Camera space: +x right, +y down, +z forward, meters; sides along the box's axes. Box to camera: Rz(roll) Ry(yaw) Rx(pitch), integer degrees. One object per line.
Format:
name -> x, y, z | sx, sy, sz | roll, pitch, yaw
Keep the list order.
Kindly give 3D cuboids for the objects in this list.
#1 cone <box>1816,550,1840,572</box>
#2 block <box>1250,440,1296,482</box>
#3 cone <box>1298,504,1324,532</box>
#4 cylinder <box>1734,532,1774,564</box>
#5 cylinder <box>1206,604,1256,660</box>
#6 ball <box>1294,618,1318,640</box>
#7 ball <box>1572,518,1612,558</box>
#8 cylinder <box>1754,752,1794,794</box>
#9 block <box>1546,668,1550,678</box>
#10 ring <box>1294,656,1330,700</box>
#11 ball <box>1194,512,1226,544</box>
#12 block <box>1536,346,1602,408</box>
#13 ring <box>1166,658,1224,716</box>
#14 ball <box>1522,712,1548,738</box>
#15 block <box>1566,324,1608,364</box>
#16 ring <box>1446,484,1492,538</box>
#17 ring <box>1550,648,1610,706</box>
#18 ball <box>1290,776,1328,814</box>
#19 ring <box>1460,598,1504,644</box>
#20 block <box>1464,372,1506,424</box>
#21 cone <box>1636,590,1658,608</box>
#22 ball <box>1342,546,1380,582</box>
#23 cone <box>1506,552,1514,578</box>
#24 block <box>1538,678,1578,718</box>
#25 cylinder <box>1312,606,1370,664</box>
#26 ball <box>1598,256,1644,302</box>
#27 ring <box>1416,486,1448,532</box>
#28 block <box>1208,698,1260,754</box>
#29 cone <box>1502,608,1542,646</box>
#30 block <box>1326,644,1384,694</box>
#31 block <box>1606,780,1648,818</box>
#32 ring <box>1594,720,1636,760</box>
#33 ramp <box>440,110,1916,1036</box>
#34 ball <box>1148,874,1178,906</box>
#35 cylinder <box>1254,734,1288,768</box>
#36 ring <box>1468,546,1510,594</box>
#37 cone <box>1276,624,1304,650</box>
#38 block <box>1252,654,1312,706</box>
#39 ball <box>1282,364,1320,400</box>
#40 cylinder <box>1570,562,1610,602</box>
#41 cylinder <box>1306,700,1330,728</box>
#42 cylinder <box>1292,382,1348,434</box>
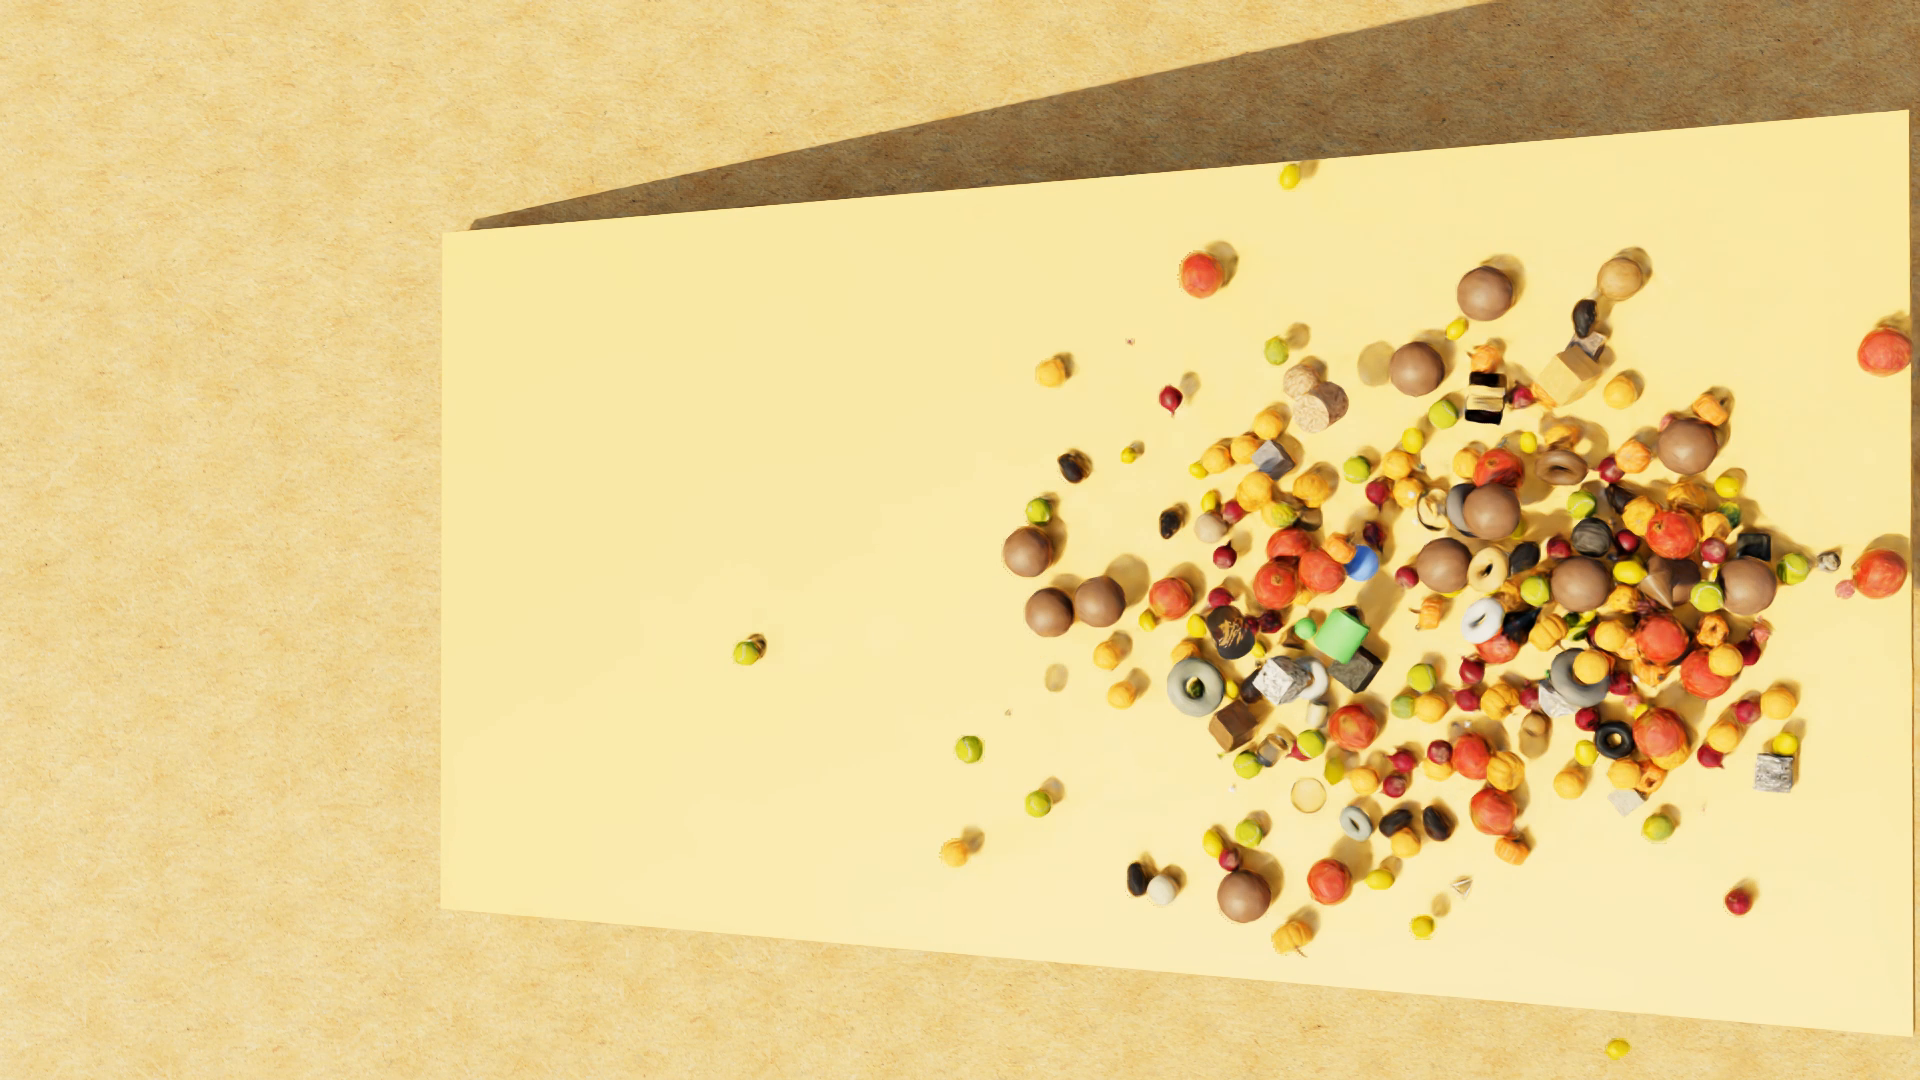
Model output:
cone -> 1.895, 0.040, 4.786 | 0.050, 0.050, 0.050 | -3, 73, 9
block -> 0.760, -0.192, 5.339 | 0.066, 0.066, 0.066 | -44, 56, 19
cone -> 0.837, -0.054, 5.309 | 0.065, 0.065, 0.065 | 0, 89, 26
cylinder -> 1.753, 0.017, 4.856 | 0.065, 0.065, 0.065 | -11, 89, 35
cylinder -> 0.644, 0.220, 5.245 | 0.094, 0.094, 0.094 | -8, 126, -11
ball -> 0.833, 0.213, 5.293 | 0.054, 0.054, 0.054 | 0, 89, 0
ball -> 1.416, -0.006, 4.925 | 0.090, 0.090, 0.090 | 0, 89, 0
cylinder -> 1.787, 0.512, 4.827 | 0.078, 0.078, 0.078 | 4, 91, 0
block -> 1.374, 0.324, 5.031 | 0.051, 0.051, 0.051 | -12, 108, 4
ring -> 0.841, 0.334, 5.316 | 0.108, 0.036, 0.108 | 2, 95, 31
ball -> 0.615, -0.029, 5.409 | 0.081, 0.081, 0.081 | 0, 89, 0
block -> 1.379, -0.371, 4.977 | 0.087, 0.087, 0.087 | -22, 63, -36
ring -> 0.575, 0.359, 5.373 | 0.147, 0.049, 0.147 | 3, 74, -13
ball -> 1.324, 0.425, 5.067 | 0.059, 0.059, 0.059 | 0, 89, 0
block -> 1.432, -0.447, 5.020 | 0.064, 0.064, 0.064 | 33, 103, 23
ring -> 1.183, -0.069, 5.106 | 0.133, 0.044, 0.133 | 16, 62, -31
ring -> 1.385, 0.307, 4.911 | 0.141, 0.047, 0.141 | 5, 62, -10
ball -> 0.821, 0.602, 5.182 | 0.088, 0.088, 0.088 | 0, 89, 0
ring -> 1.188, 0.183, 5.000 | 0.039, 0.116, 0.116 | 32, 89, -25
block -> 1.213, -0.328, 5.077 | 0.083, 0.083, 0.083 | 6, 134, 9
cone -> 1.552, 0.130, 4.957 | 0.053, 0.053, 0.053 | 2, 95, 17
ball -> 0.949, 0.056, 5.203 | 0.085, 0.085, 0.085 | 0, 89, 0
cone -> 1.260, 0.066, 5.083 | 0.072, 0.072, 0.072 | -8, 76, 32
block -> 1.351, 0.353, 4.969 | 0.065, 0.065, 0.065 | -12, 114, -4
cylinder -> 0.890, 0.223, 5.139 | 0.098, 0.098, 0.098 | 31, 99, 0
ball -> 1.492, -0.590, 4.973 | 0.100, 0.100, 0.100 | 0, 89, 0
ring -> 1.111, -0.072, 5.159 | 0.109, 0.036, 0.109 | 8, 76, -37
block -> 0.666, 0.454, 5.355 | 0.081, 0.081, 0.081 | -27, 63, -22
cone -> 1.285, 0.179, 4.973 | 0.089, 0.089, 0.089 | 45, 119, 0
block -> 0.942, 0.303, 5.241 | 0.085, 0.085, 0.085 | 40, 107, 21
block -> 1.510, 0.585, 4.973 | 0.059, 0.059, 0.059 | -42, 72, 19
ring -> 1.486, 0.453, 4.991 | 0.094, 0.031, 0.094 | 3, 99, 20
ramp -> 0.280, 0.080, 5.674 | 4.000, 0.100, 2.000 | 0, 89, 26
ball -> 0.503, 0.868, 5.457 | 0.076, 0.076, 0.076 | 0, 89, 0
cylinder -> 0.755, 0.511, 5.337 | 0.059, 0.059, 0.059 | 38, 125, 0
ring -> 1.195, 0.067, 4.972 | 0.038, 0.114, 0.114 | 24, 89, -28
cone -> 0.814, 0.249, 5.337 | 0.064, 0.064, 0.064 | 36, 89, -5
block -> 0.774, 0.337, 5.291 | 0.083, 0.083, 0.083 | 45, 118, 29
ball -> 0.823, -0.379, 5.306 | 0.090, 0.090, 0.090 | 0, 89, 0
cylinder -> 1.433, 0.095, 5.004 | 0.077, 0.077, 0.077 | -7, 82, 0
cylinder -> 0.858, 0.416, 5.278 | 0.052, 0.052, 0.052 | 6, 104, 0
cylinder -> 0.832, -0.305, 5.075 | 0.095, 0.095, 0.095 | 19, 122, 33
